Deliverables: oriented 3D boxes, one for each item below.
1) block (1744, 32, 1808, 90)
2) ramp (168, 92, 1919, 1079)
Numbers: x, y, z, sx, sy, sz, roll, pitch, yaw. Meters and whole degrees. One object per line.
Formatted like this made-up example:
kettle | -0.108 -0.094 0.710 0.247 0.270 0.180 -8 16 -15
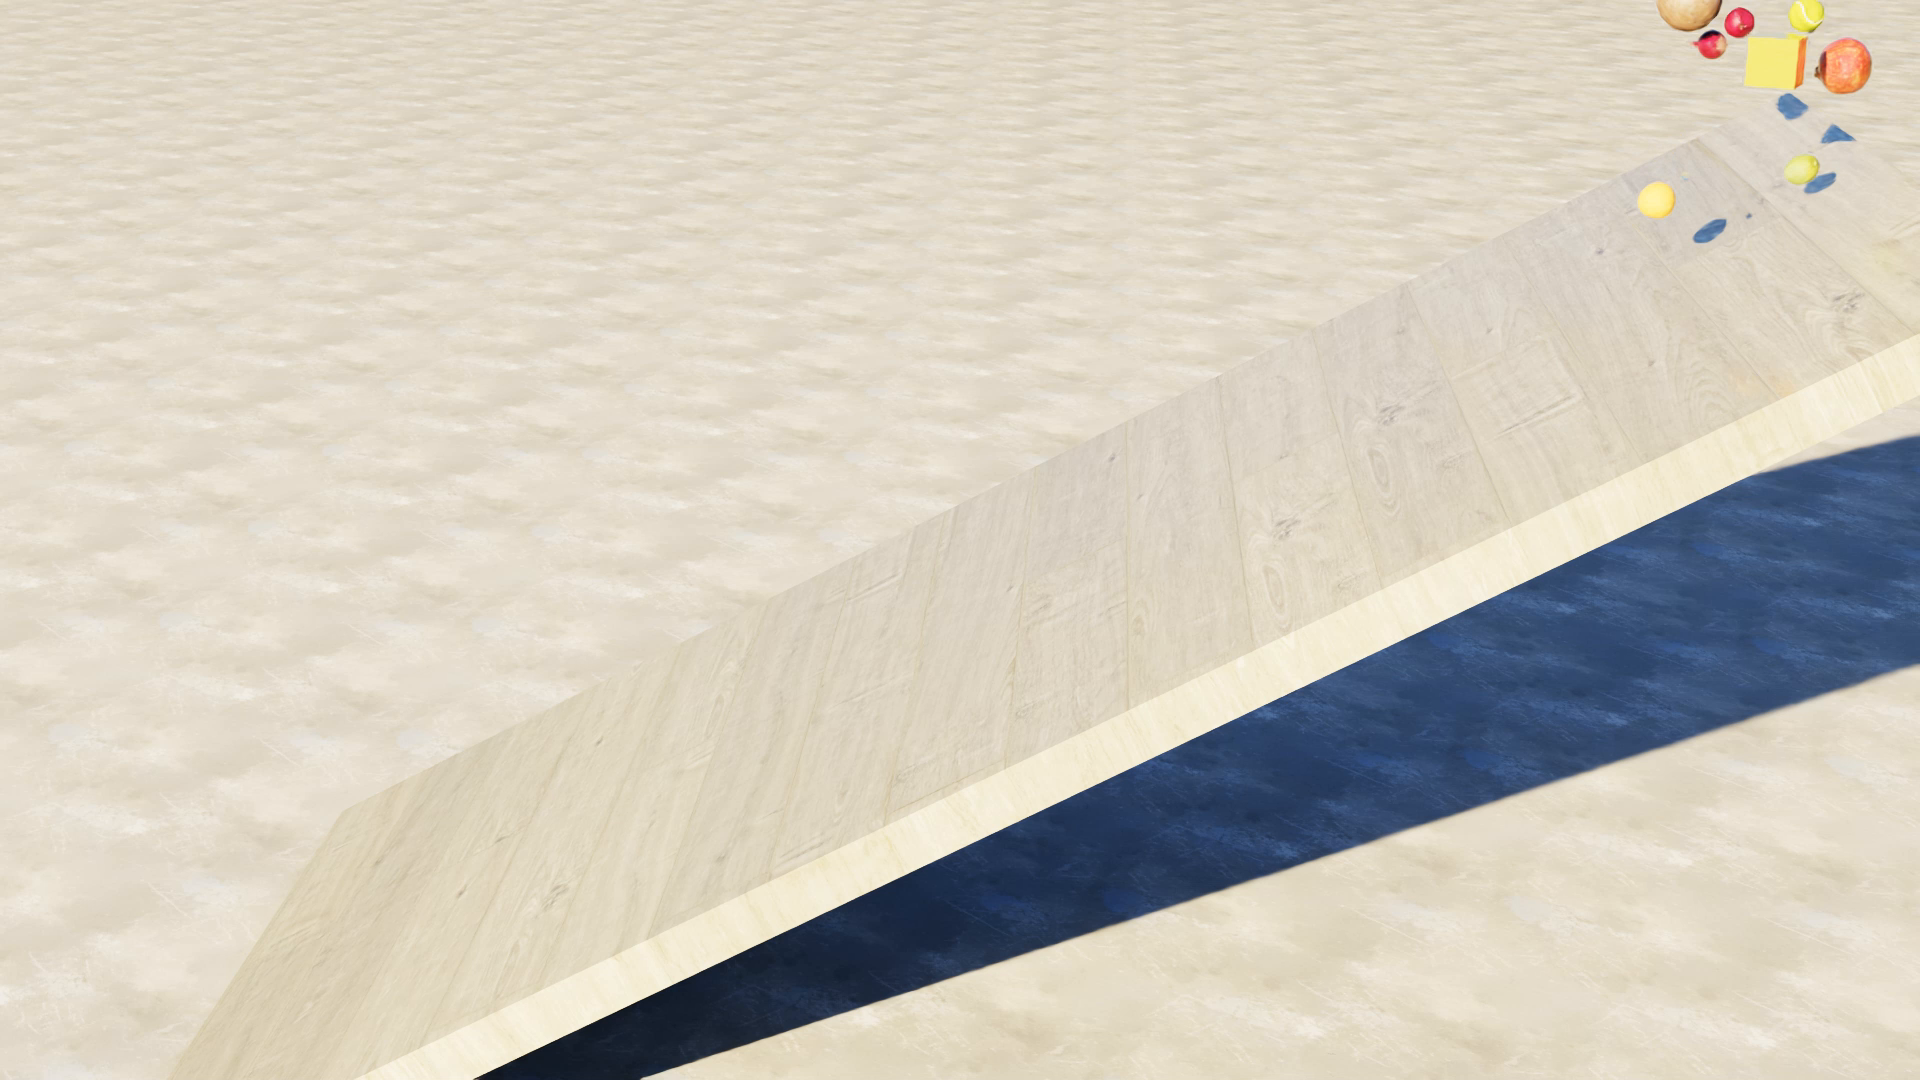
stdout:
block | 1.603 -0.942 5.776 0.096 0.096 0.096 9 18 24
ramp | 0.141 0.167 6.281 4.000 0.100 2.000 -26 14 11
